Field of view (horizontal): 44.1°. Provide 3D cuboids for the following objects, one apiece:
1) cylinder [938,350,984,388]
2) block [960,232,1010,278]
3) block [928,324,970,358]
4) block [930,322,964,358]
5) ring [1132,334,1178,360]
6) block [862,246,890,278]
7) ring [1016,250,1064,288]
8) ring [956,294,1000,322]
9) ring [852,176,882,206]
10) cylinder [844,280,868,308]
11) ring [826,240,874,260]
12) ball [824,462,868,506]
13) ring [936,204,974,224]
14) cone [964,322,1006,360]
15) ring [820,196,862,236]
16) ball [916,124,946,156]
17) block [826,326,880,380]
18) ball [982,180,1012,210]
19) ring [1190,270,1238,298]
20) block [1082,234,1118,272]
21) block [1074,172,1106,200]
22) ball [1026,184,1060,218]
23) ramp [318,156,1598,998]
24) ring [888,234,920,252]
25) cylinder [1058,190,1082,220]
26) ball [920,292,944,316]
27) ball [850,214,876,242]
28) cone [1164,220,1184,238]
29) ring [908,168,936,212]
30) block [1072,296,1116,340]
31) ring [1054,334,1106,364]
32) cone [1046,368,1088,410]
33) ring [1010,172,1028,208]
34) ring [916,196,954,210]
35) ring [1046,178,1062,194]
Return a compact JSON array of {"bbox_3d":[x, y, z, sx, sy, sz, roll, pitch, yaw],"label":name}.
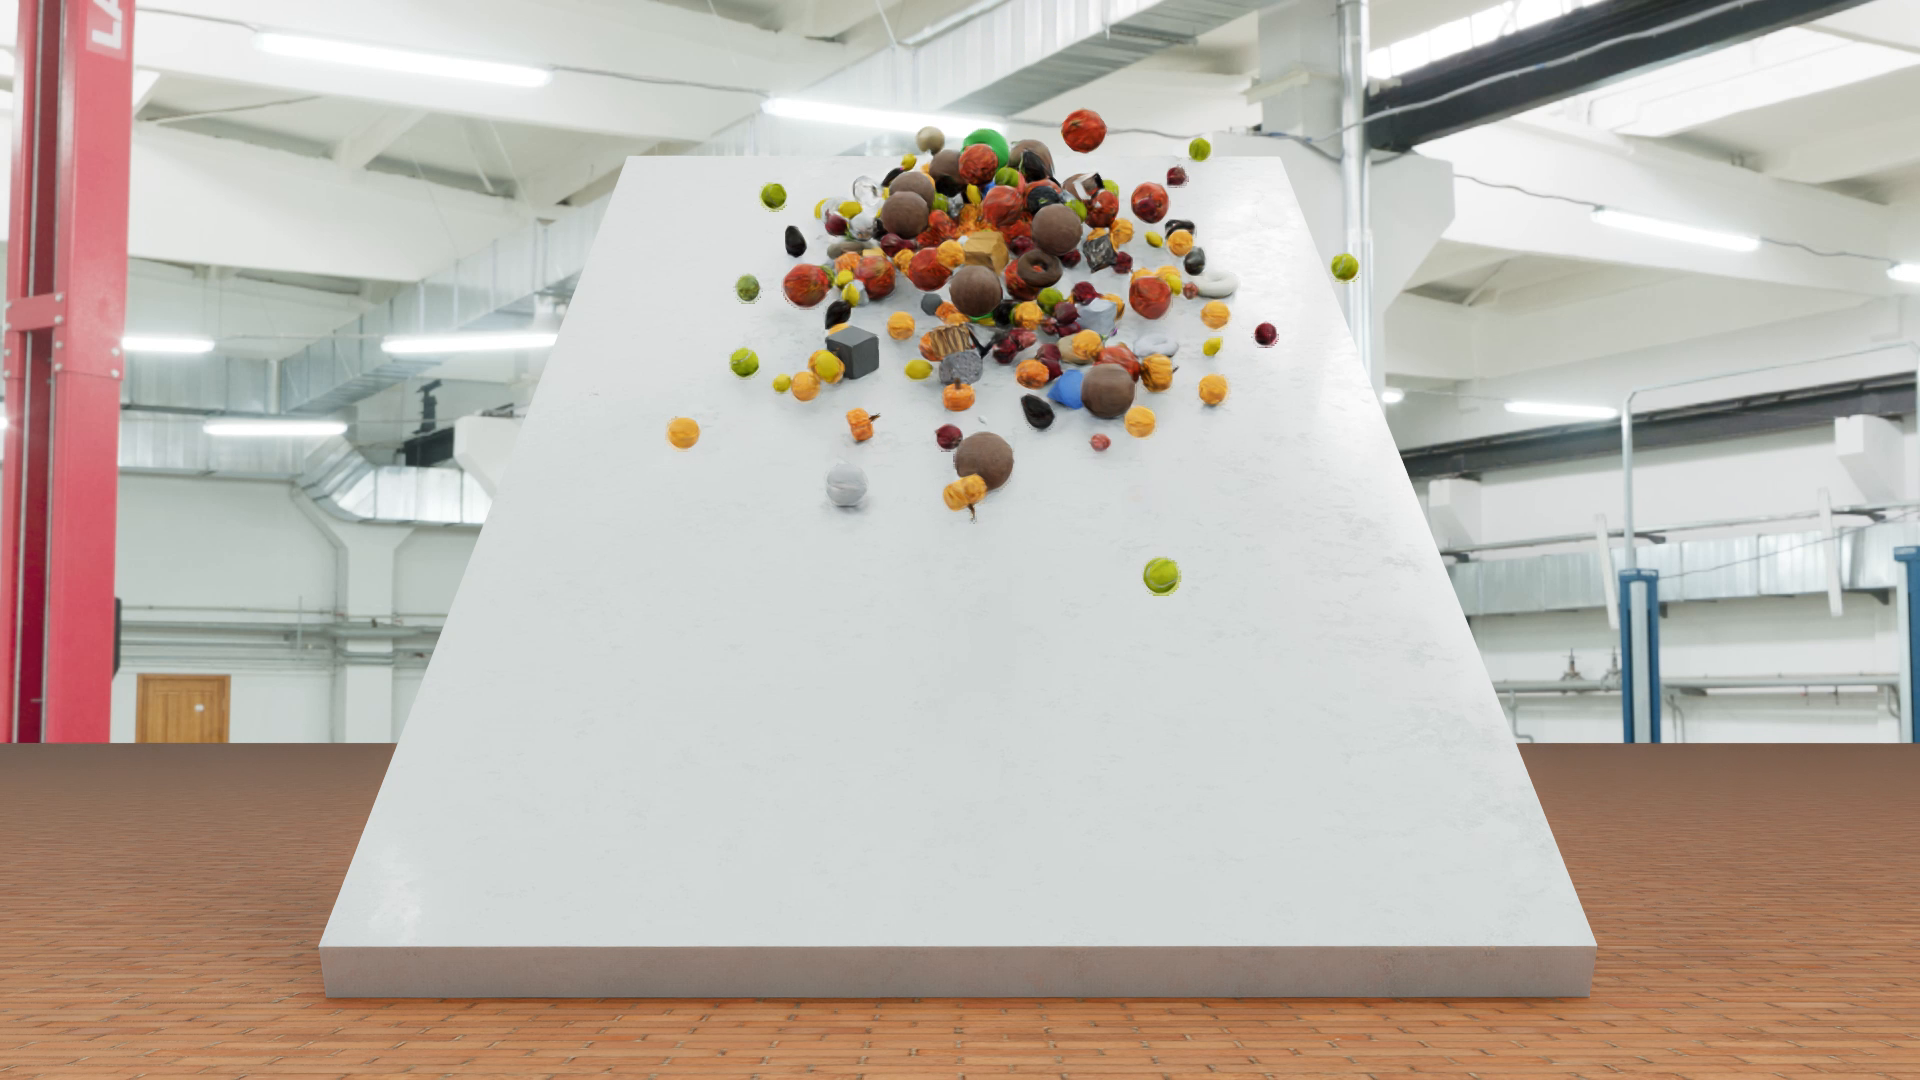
[{"bbox_3d":[0.002,-0.407,5.636,0.081,0.081,0.081,2,-2,-25],"label":"cylinder"},{"bbox_3d":[0.067,-0.753,6.263,0.087,0.087,0.087,6,-44,27],"label":"block"},{"bbox_3d":[-0.024,-0.477,5.660,0.062,0.062,0.062,-20,8,-41],"label":"block"},{"bbox_3d":[-0.028,-0.490,5.841,0.059,0.059,0.059,-17,46,-31],"label":"block"},{"bbox_3d":[0.484,-0.477,5.857,0.114,0.038,0.114,0,26,0],"label":"ring"},{"bbox_3d":[-0.224,-0.741,6.322,0.058,0.058,0.058,-12,29,-6],"label":"block"},{"bbox_3d":[0.201,-0.680,5.945,0.119,0.119,0.040,1,-38,-7],"label":"ring"},{"bbox_3d":[0.046,-0.593,6.075,0.109,0.036,0.109,2,36,-1],"label":"ring"},{"bbox_3d":[-0.261,-0.982,6.675,0.092,0.092,0.031,2,-15,-20],"label":"ring"},{"bbox_3d":[-0.268,-0.637,6.133,0.050,0.050,0.050,-1,-41,16],"label":"cylinder"},{"bbox_3d":[-0.298,-0.787,6.428,0.130,0.043,0.130,-6,6,1],"label":"ring"},{"bbox_3d":[-0.244,-0.119,5.084,0.095,0.095,0.095,0,-5,0],"label":"ball"},{"bbox_3d":[-0.012,-0.922,6.711,0.109,0.036,0.109,-2,24,1],"label":"ring"},{"bbox_3d":[0.045,-0.505,5.775,0.096,0.096,0.096,38,-8,-2],"label":"cone"},{"bbox_3d":[-0.329,-0.899,6.568,0.121,0.121,0.040,2,-26,-22],"label":"ring"},{"bbox_3d":[-0.086,-1.165,6.907,0.088,0.088,0.088,0,-5,0],"label":"ball"},{"bbox_3d":[-0.260,-0.453,5.744,0.089,0.089,0.089,23,37,37],"label":"block"},{"bbox_3d":[0.108,-0.990,6.810,0.085,0.085,0.085,0,-5,0],"label":"ball"},{"bbox_3d":[0.668,-0.673,6.238,0.128,0.043,0.128,-1,27,0],"label":"ring"},{"bbox_3d":[0.357,-0.731,6.048,0.067,0.067,0.067,-21,-7,-1],"label":"block"},{"bbox_3d":[0.351,-0.963,6.441,0.053,0.053,0.053,-35,22,-24],"label":"block"},{"bbox_3d":[0.226,-0.925,6.473,0.090,0.090,0.090,0,-5,0],"label":"ball"},{"bbox_3d":[-0.010,-0.227,5.512,2.000,0.100,4.000,0,27,0],"label":"ramp"},{"bbox_3d":[-0.156,-0.816,6.525,0.088,0.029,0.088,5,27,-3],"label":"ring"},{"bbox_3d":[0.295,-0.921,6.519,0.061,0.061,0.061,-39,-18,-15],"label":"cylinder"},{"bbox_3d":[-0.072,-0.606,6.083,0.058,0.058,0.058,0,-5,0],"label":"ball"},{"bbox_3d":[-0.260,-0.838,6.354,0.075,0.075,0.075,0,-5,0],"label":"ball"},{"bbox_3d":[0.602,-0.870,6.645,0.052,0.052,0.052,-1,4,8],"label":"cone"},{"bbox_3d":[-0.105,-0.997,6.766,0.045,0.136,0.136,-29,-3,-4],"label":"ring"},{"bbox_3d":[0.337,-0.556,5.963,0.080,0.080,0.080,16,31,28],"label":"block"},{"bbox_3d":[0.296,-0.469,5.834,0.126,0.042,0.126,1,28,0],"label":"ring"},{"bbox_3d":[0.236,-0.348,5.594,0.096,0.096,0.096,4,-10,-42],"label":"cone"},{"bbox_3d":[0.172,-0.988,6.689,0.037,0.110,0.110,-21,-7,6],"label":"ring"},{"bbox_3d":[-0.068,-0.948,6.665,0.110,0.037,0.110,3,7,0],"label":"ring"},{"bbox_3d":[0.273,-1.010,6.850,0.025,0.076,0.076,-29,6,-21],"label":"ring"}]
